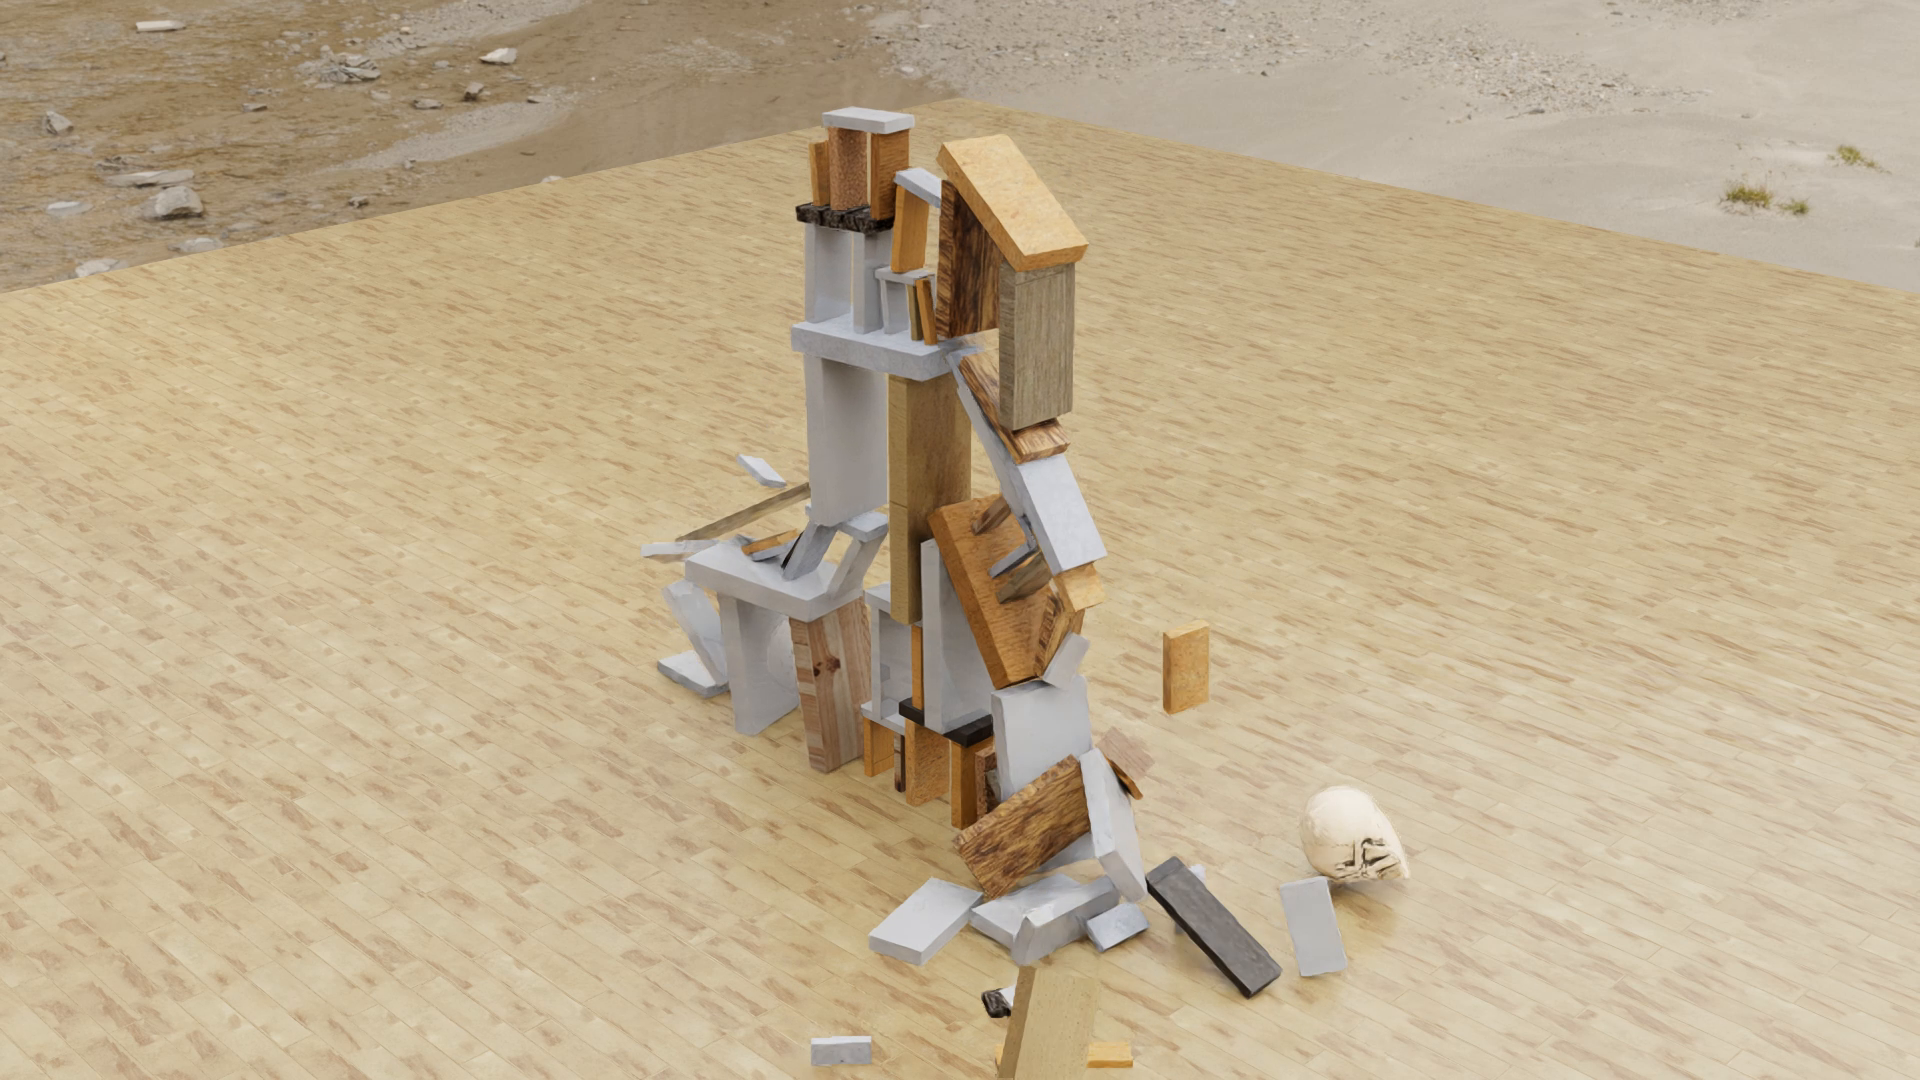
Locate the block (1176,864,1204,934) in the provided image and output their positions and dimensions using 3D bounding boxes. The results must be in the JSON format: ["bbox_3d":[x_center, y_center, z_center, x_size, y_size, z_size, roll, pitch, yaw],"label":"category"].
[{"bbox_3d":[0.423,0.661,4.048,0.017,0.120,0.060,20,30,41],"label":"block"}]

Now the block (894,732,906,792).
[{"bbox_3d":[-0.104,0.446,4.534,0.019,0.137,0.068,21,31,41],"label":"block"}]

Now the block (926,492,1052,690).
[{"bbox_3d":[0.082,0.093,4.162,0.177,0.355,0.050,-15,-12,-38],"label":"block"}]

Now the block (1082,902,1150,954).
[{"bbox_3d":[0.287,0.707,4.032,0.120,0.017,0.060,-19,64,-37],"label":"block"}]

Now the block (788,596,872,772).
[{"bbox_3d":[-0.258,0.292,4.622,0.049,0.347,0.174,9,23,42],"label":"block"}]

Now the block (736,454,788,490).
[{"bbox_3d":[-0.422,-0.144,4.672,0.059,0.017,0.119,9,21,-39],"label":"block"}]

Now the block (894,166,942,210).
[{"bbox_3d":[-0.045,-0.640,4.035,0.142,0.020,0.071,35,33,25],"label":"block"}]

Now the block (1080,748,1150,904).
[{"bbox_3d":[0.278,0.517,3.990,0.038,0.135,0.271,-25,34,13],"label":"block"}]

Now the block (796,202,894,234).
[{"bbox_3d":[-0.206,-0.614,4.162,0.196,0.028,0.098,16,28,38],"label":"block"}]

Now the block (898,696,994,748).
[{"bbox_3d":[-0.020,0.353,4.391,0.098,0.028,0.196,-21,31,-40],"label":"block"}]

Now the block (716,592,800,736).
[{"bbox_3d":[-0.436,0.229,4.773,0.049,0.347,0.174,7,23,31],"label":"block"}]

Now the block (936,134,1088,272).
[{"bbox_3d":[0.091,-0.594,3.855,0.142,0.040,0.283,-15,59,-33],"label":"block"}]

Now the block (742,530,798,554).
[{"bbox_3d":[-0.401,0.004,4.642,0.118,0.017,0.059,-14,8,44],"label":"block"}]

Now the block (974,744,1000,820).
[{"bbox_3d":[0.075,0.495,4.357,0.092,0.184,0.026,-21,28,-40],"label":"block"}]

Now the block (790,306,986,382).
[{"bbox_3d":[-0.140,-0.377,4.200,0.348,0.049,0.174,17,28,40],"label":"block"}]

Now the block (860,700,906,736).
[{"bbox_3d":[-0.136,0.362,4.533,0.137,0.019,0.068,21,31,41],"label":"block"}]

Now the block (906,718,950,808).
[{"bbox_3d":[-0.065,0.438,4.478,0.098,0.196,0.028,-21,31,-40],"label":"block"}]

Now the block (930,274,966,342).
[{"bbox_3d":[-0.023,-0.433,4.068,0.017,0.121,0.060,2,16,39],"label":"block"}]

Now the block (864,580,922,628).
[{"bbox_3d":[-0.096,0.127,4.388,0.091,0.026,0.182,-21,31,-40],"label":"block"}]

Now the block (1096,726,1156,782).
[{"bbox_3d":[0.307,0.398,4.088,0.103,0.052,0.015,40,-3,8],"label":"block"}]

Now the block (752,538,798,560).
[{"bbox_3d":[-0.378,0.017,4.611,0.118,0.017,0.059,-15,7,44],"label":"block"}]

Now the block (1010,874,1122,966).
[{"bbox_3d":[0.197,0.687,3.991,0.227,0.113,0.032,-19,50,-37],"label":"block"}]

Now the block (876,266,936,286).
[{"bbox_3d":[-0.102,-0.495,4.116,0.106,0.015,0.053,17,28,40],"label":"block"}]

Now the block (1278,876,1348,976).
[{"bbox_3d":[0.628,0.686,3.907,0.083,0.167,0.024,-14,4,16],"label":"block"}]

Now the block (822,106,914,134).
[{"bbox_3d":[-0.170,-0.776,4.066,0.159,0.023,0.080,16,28,39],"label":"block"}]

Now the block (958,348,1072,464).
[{"bbox_3d":[0.099,-0.246,3.994,0.112,0.032,0.223,-16,66,-36],"label":"block"}]

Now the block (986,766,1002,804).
[{"bbox_3d":[0.126,0.523,4.314,0.092,0.185,0.026,-21,-3,-40],"label":"block"}]

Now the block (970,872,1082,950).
[{"bbox_3d":[0.142,0.687,4.083,0.227,0.032,0.113,-15,27,-39],"label":"block"}]

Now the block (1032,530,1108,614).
[{"bbox_3d":[0.201,0.046,3.995,0.083,0.166,0.023,-17,-9,-38],"label":"block"}]

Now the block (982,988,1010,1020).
[{"bbox_3d":[0.103,0.804,3.844,0.120,0.017,0.060,-6,24,-14],"label":"block"}]

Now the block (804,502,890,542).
[{"bbox_3d":[-0.223,-0.046,4.428,0.167,0.024,0.084,24,33,33],"label":"block"}]

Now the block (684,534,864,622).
[{"bbox_3d":[-0.391,0.077,4.617,0.347,0.049,0.174,17,28,35],"label":"block"}]

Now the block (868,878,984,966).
[{"bbox_3d":[-0.061,0.703,4.062,0.113,0.032,0.227,13,26,27],"label":"block"}]

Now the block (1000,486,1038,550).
[{"bbox_3d":[0.131,-0.053,4.038,0.065,0.130,0.018,-20,-13,-37],"label":"block"}]

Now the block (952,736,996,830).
[{"bbox_3d":[0.028,0.473,4.394,0.098,0.196,0.028,-20,30,-40],"label":"block"}]

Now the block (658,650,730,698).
[{"bbox_3d":[-0.595,0.305,5.008,0.094,0.027,0.189,-18,28,-38],"label":"block"}]

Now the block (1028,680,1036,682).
[{"bbox_3d":[0.146,0.341,4.243,0.092,0.184,0.026,11,47,-16],"label":"block"}]

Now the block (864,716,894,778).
[{"bbox_3d":[-0.169,0.421,4.593,0.019,0.137,0.068,21,31,41],"label":"block"}]
